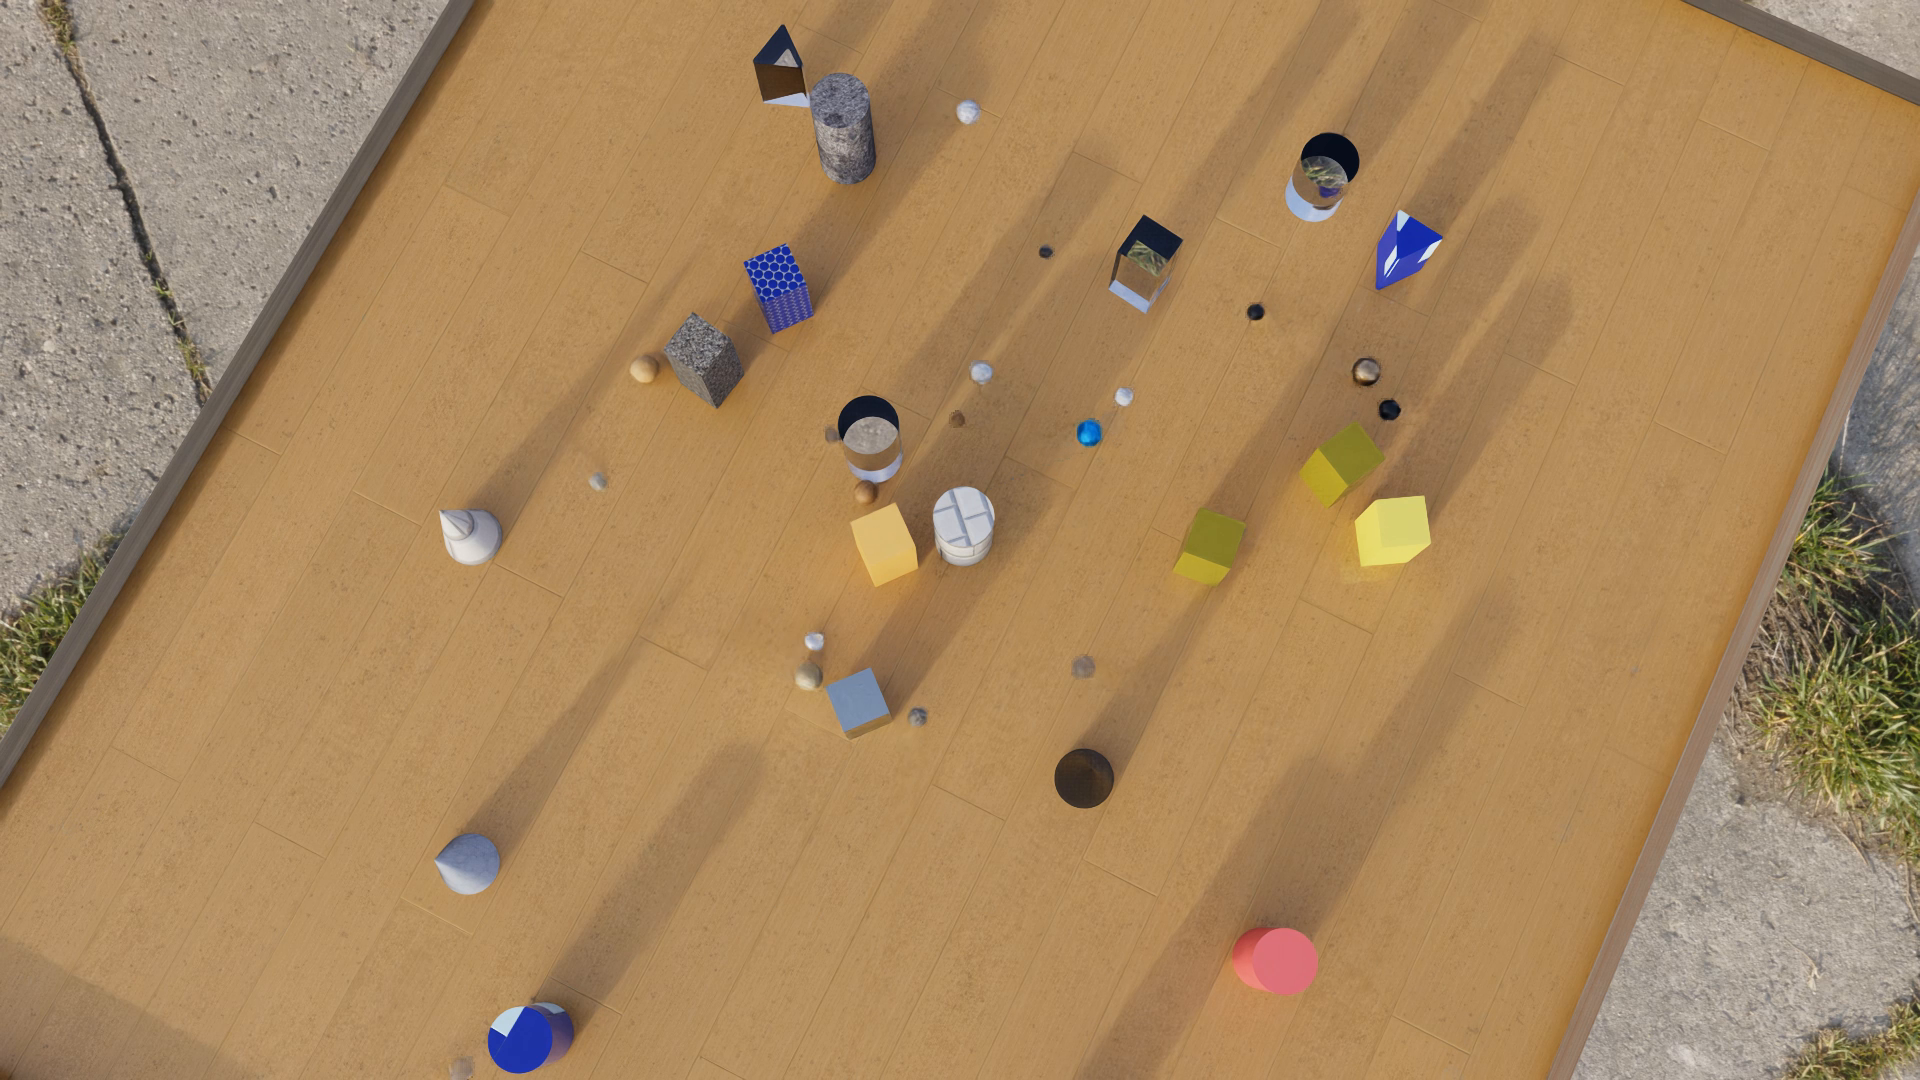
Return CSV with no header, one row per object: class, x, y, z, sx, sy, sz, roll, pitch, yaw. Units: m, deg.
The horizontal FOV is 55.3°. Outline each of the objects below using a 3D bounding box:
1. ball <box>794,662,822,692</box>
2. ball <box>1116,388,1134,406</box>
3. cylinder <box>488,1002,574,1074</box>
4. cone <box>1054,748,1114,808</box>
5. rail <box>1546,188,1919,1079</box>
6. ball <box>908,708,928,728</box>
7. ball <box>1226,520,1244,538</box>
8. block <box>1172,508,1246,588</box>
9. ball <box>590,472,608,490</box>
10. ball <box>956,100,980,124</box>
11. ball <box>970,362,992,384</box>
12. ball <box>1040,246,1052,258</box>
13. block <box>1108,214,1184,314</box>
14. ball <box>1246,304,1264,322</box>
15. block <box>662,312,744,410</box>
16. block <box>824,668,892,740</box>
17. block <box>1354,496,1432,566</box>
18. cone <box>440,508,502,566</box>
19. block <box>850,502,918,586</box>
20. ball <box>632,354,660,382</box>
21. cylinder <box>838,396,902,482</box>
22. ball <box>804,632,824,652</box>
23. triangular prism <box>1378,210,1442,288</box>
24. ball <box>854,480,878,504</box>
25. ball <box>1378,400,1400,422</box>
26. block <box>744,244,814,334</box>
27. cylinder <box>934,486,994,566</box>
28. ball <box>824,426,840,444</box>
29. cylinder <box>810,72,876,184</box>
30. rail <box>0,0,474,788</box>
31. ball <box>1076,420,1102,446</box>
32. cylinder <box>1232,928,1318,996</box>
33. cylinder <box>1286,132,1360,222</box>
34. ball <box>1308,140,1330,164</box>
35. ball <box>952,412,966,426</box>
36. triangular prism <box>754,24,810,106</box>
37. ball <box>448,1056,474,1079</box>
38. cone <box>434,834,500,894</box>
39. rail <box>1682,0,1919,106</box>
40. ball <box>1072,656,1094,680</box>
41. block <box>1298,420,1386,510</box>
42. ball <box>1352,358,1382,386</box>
ball,-0.454,0.410,5.487,0.087,0.087,0.087,0,78,0
ball,0.509,-0.444,5.680,0.056,0.056,0.056,0,78,0
cylinder,-1.210,1.405,5.181,0.178,0.283,0.178,0,78,0
cone,0.370,0.676,5.298,0.178,0.350,0.178,0,78,0
rail,1.987,0.979,5.354,0.045,0.116,5.369,26,80,5
ball,-0.127,0.529,5.477,0.059,0.059,0.059,0,78,0
ball,0.840,-0.032,5.593,0.056,0.056,0.056,0,78,0
block,0.738,0.025,5.453,0.143,0.309,0.143,20,79,4
ball,-1.111,-0.179,5.626,0.054,0.054,0.054,0,78,0
ball,0.025,-1.369,5.862,0.073,0.073,0.073,0,78,0
ball,0.068,-0.520,5.689,0.068,0.068,0.068,0,78,0
ball,0.271,-0.909,5.783,0.042,0.042,0.042,0,78,0
block,0.567,-0.842,5.618,0.143,0.337,0.143,34,80,7
ball,0.926,-0.713,5.735,0.055,0.055,0.055,0,78,0
block,-0.771,-0.539,5.546,0.143,0.355,0.143,36,81,7
block,-0.295,0.484,5.385,0.143,0.256,0.143,-23,79,-5
block,1.290,-0.024,5.474,0.143,0.289,0.143,-5,78,-1
cone,-1.492,-0.048,5.433,0.178,0.379,0.178,0,78,0
block,-0.222,0.018,5.441,0.143,0.336,0.143,-24,79,-5
ball,-0.975,-0.531,5.681,0.087,0.087,0.087,0,78,0
cylinder,-0.266,-0.299,5.496,0.178,0.356,0.178,0,78,0
ball,-0.439,0.305,5.523,0.059,0.059,0.059,0,78,0
triangular prism,1.356,-0.909,5.663,0.154,0.275,0.134,-25,79,-5
ball,-0.289,-0.145,5.608,0.076,0.076,0.076,0,78,0
ball,1.327,-0.401,5.665,0.067,0.067,0.067,0,78,0
block,-0.554,-0.768,5.624,0.143,0.296,0.143,-25,79,-5
cylinder,0.011,-0.037,5.466,0.178,0.309,0.178,0,78,0
ball,-0.390,-0.324,5.654,0.057,0.057,0.057,0,78,0
cylinder,-0.358,-1.265,5.660,0.178,0.425,0.178,0,78,0
rail,-1.987,-0.967,5.756,0.045,0.116,5.369,26,80,5
ball,0.397,-0.328,5.644,0.079,0.079,0.079,0,78,0
cylinder,0.886,1.187,5.178,0.178,0.377,0.178,0,78,0
cylinder,1.126,-1.127,5.708,0.178,0.277,0.178,0,78,0
ball,1.146,-1.235,5.836,0.069,0.069,0.069,0,78,0
ball,-0.005,-0.372,5.671,0.043,0.043,0.043,0,78,0
triangular prism,-0.553,-1.499,5.783,0.154,0.281,0.134,6,78,1
ball,-1.435,1.522,5.266,0.070,0.070,0.070,0,78,0
cone,-1.451,0.920,5.236,0.178,0.372,0.178,0,78,0
rail,1.190,-2.324,6.036,4.490,0.116,0.045,26,80,5
ball,0.371,0.385,5.503,0.067,0.067,0.067,0,78,0
block,1.144,-0.222,5.502,0.143,0.314,0.143,-35,80,-7
ball,1.259,-0.521,5.678,0.089,0.089,0.089,0,78,0
